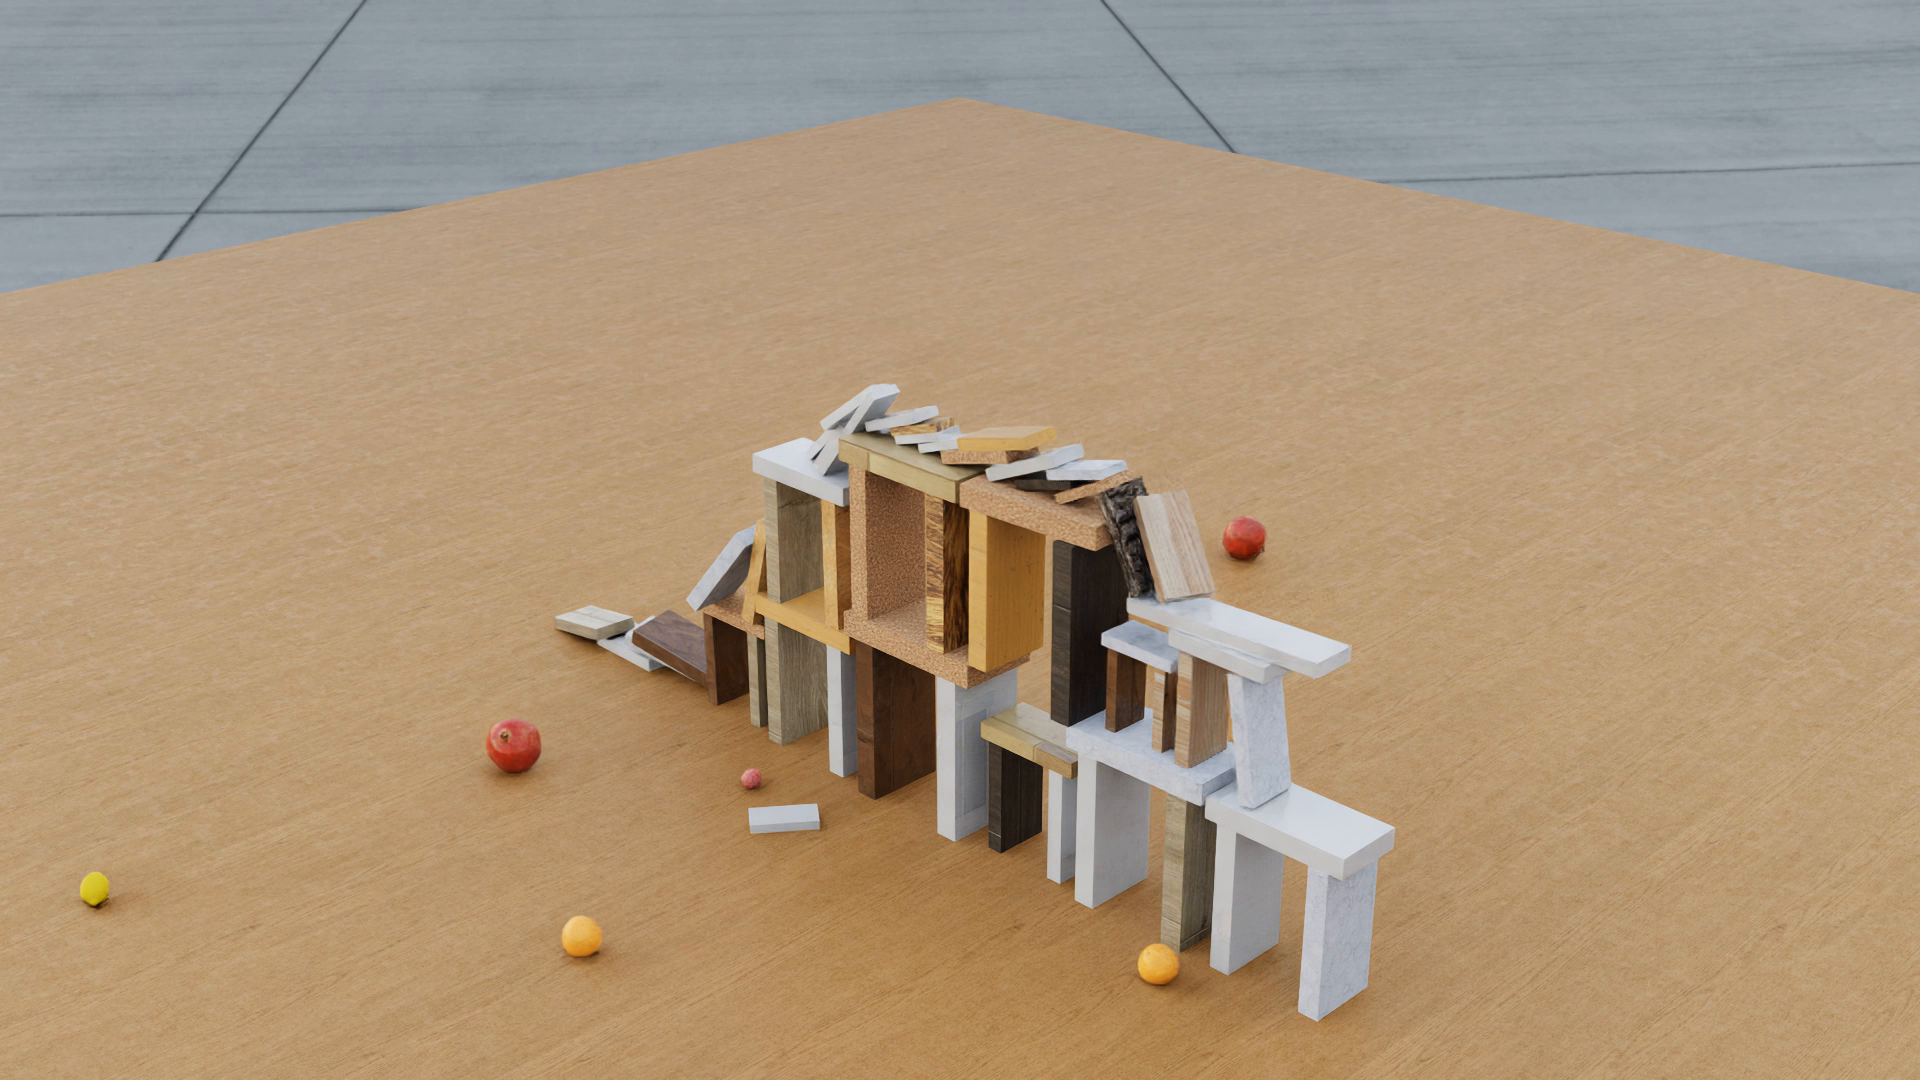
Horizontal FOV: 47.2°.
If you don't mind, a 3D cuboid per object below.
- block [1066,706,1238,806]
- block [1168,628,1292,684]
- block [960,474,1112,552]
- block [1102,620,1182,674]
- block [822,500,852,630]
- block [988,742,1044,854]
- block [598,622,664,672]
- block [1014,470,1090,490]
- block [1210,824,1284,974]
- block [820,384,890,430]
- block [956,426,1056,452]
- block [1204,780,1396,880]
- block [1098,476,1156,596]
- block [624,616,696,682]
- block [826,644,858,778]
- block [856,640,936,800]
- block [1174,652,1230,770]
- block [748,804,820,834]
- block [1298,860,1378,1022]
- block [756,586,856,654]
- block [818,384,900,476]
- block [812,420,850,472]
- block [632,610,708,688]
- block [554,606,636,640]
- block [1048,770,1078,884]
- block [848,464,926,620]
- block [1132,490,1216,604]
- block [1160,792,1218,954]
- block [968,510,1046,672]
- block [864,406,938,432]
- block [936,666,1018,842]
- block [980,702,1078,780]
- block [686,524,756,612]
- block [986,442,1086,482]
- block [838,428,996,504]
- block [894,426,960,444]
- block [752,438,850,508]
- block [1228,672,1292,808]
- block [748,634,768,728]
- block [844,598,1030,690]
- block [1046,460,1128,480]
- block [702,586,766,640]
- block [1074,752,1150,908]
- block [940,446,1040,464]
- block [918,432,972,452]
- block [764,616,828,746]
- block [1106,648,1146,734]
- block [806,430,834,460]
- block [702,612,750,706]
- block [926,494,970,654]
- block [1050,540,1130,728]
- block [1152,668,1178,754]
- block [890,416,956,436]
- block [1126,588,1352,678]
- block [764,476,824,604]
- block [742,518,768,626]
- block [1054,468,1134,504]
[{"bbox_3d":[0.364,0.381,3.994,0.317,0.045,0.158,21,31,40],"label":"block"},{"bbox_3d":[0.475,0.184,3.792,0.108,0.031,0.217,-19,29,-39],"label":"block"},{"bbox_3d":[0.172,-0.065,4.018,0.319,0.045,0.160,19,30,38],"label":"block"},{"bbox_3d":[0.342,0.190,3.936,0.082,0.023,0.165,-21,31,-40],"label":"block"},{"bbox_3d":[-0.213,0.032,4.472,0.138,0.276,0.039,-21,30,-41],"label":"block"},{"bbox_3d":[0.110,0.485,4.315,0.034,0.237,0.118,21,31,41],"label":"block"},{"bbox_3d":[-0.748,0.247,5.141,0.101,0.029,0.202,-21,31,-40],"label":"block"},{"bbox_3d":[0.172,-0.111,3.999,0.135,0.019,0.068,2,18,45],"label":"block"},{"bbox_3d":[0.516,0.616,3.931,0.042,0.294,0.147,21,31,41],"label":"block"},{"bbox_3d":[-0.203,-0.260,4.310,0.139,0.020,0.070,-33,-10,28],"label":"block"},{"bbox_3d":[0.086,-0.187,4.062,0.172,0.024,0.086,2,17,45],"label":"block"},{"bbox_3d":[0.585,0.489,3.802,0.294,0.042,0.147,21,31,41],"label":"block"},{"bbox_3d":[0.313,-0.006,3.903,0.027,0.193,0.097,-14,6,46],"label":"block"},{"bbox_3d":[-0.661,0.249,5.069,0.202,0.029,0.101,25,35,20],"label":"block"},{"bbox_3d":[-0.206,0.335,4.595,0.042,0.294,0.147,21,31,41],"label":"block"},{"bbox_3d":[-0.130,0.342,4.509,0.049,0.349,0.175,21,31,41],"label":"block"},{"bbox_3d":[0.429,0.286,3.883,0.108,0.217,0.031,-21,30,-40],"label":"block"},{"bbox_3d":[-0.354,0.560,4.417,0.139,0.020,0.069,-3,23,-7],"label":"block"},{"bbox_3d":[0.655,0.671,3.804,0.042,0.294,0.147,21,31,41],"label":"block"},{"bbox_3d":[-0.276,0.153,4.593,0.147,0.042,0.294,-21,31,-41],"label":"block"},{"bbox_3d":[-0.200,-0.215,4.327,0.070,0.254,0.020,-21,69,-41],"label":"block"},{"bbox_3d":[-0.236,-0.192,4.390,0.069,0.139,0.020,-21,69,-41],"label":"block"},{"bbox_3d":[-0.612,0.252,5.021,0.250,0.035,0.125,28,36,23],"label":"block"},{"bbox_3d":[-0.866,0.196,5.210,0.101,0.029,0.202,-19,18,-36],"label":"block"},{"bbox_3d":[0.221,0.529,4.212,0.034,0.237,0.118,21,31,41],"label":"block"},{"bbox_3d":[-0.143,-0.016,4.366,0.046,0.321,0.161,21,31,41],"label":"block"},{"bbox_3d":[0.375,0.012,3.860,0.097,0.194,0.027,-8,-19,-19],"label":"block"},{"bbox_3d":[0.438,0.577,3.994,0.045,0.317,0.158,21,31,41],"label":"block"},{"bbox_3d":[0.089,0.075,4.154,0.160,0.320,0.045,-21,31,-41],"label":"block"},{"bbox_3d":[-0.113,-0.235,4.247,0.070,0.020,0.140,-22,11,-41],"label":"block"},{"bbox_3d":[0.034,0.406,4.357,0.049,0.349,0.175,21,31,41],"label":"block"},{"bbox_3d":[0.166,0.382,4.211,0.237,0.034,0.118,21,31,41],"label":"block"},{"bbox_3d":[-0.482,0.052,4.718,0.035,0.250,0.125,51,42,11],"label":"block"},{"bbox_3d":[0.137,-0.142,4.023,0.086,0.024,0.174,-22,8,-41],"label":"block"},{"bbox_3d":[-0.065,-0.155,4.224,0.161,0.046,0.321,-21,31,-41],"label":"block"},{"bbox_3d":[-0.062,-0.201,4.210,0.060,0.017,0.120,-22,14,-42],"label":"block"},{"bbox_3d":[-0.279,-0.140,4.472,0.138,0.039,0.276,-21,31,-40],"label":"block"},{"bbox_3d":[0.519,0.330,3.804,0.031,0.243,0.108,9,23,45],"label":"block"},{"bbox_3d":[-0.408,0.289,4.797,0.110,0.220,0.031,-21,31,-40],"label":"block"},{"bbox_3d":[-0.048,0.190,4.355,0.349,0.049,0.175,21,31,41],"label":"block"},{"bbox_3d":[0.226,-0.126,3.928,0.135,0.019,0.068,1,18,46],"label":"block"},{"bbox_3d":[-0.459,0.154,4.795,0.220,0.031,0.110,21,31,40],"label":"block"},{"bbox_3d":[0.289,0.519,4.132,0.045,0.317,0.158,21,31,41],"label":"block"},{"bbox_3d":[0.055,-0.165,4.101,0.172,0.024,0.086,2,18,46],"label":"block"},{"bbox_3d":[-0.017,-0.185,4.166,0.120,0.017,0.060,-4,13,46],"label":"block"},{"bbox_3d":[-0.345,0.281,4.723,0.042,0.294,0.147,21,31,41],"label":"block"},{"bbox_3d":[0.303,0.262,4.007,0.082,0.165,0.023,-21,31,-40],"label":"block"},{"bbox_3d":[-0.251,-0.206,4.439,0.069,0.020,0.139,-17,-14,-34],"label":"block"},{"bbox_3d":[-0.513,0.248,4.894,0.031,0.220,0.110,20,30,41],"label":"block"},{"bbox_3d":[0.009,0.044,4.226,0.046,0.321,0.161,21,31,41],"label":"block"},{"bbox_3d":[0.238,0.151,4.023,0.045,0.356,0.160,21,31,41],"label":"block"},{"bbox_3d":[0.381,0.292,3.936,0.023,0.165,0.082,22,31,40],"label":"block"},{"bbox_3d":[-0.070,-0.218,4.213,0.120,0.017,0.060,-2,15,45],"label":"block"},{"bbox_3d":[0.475,0.153,3.789,0.407,0.027,0.097,19,28,40],"label":"block"},{"bbox_3d":[-0.341,-0.018,4.590,0.039,0.276,0.138,21,31,40],"label":"block"},{"bbox_3d":[-0.389,0.053,4.672,0.125,0.250,0.035,-22,46,-41],"label":"block"},{"bbox_3d":[0.240,-0.095,3.930,0.067,0.019,0.135,-23,5,-42],"label":"block"}]
